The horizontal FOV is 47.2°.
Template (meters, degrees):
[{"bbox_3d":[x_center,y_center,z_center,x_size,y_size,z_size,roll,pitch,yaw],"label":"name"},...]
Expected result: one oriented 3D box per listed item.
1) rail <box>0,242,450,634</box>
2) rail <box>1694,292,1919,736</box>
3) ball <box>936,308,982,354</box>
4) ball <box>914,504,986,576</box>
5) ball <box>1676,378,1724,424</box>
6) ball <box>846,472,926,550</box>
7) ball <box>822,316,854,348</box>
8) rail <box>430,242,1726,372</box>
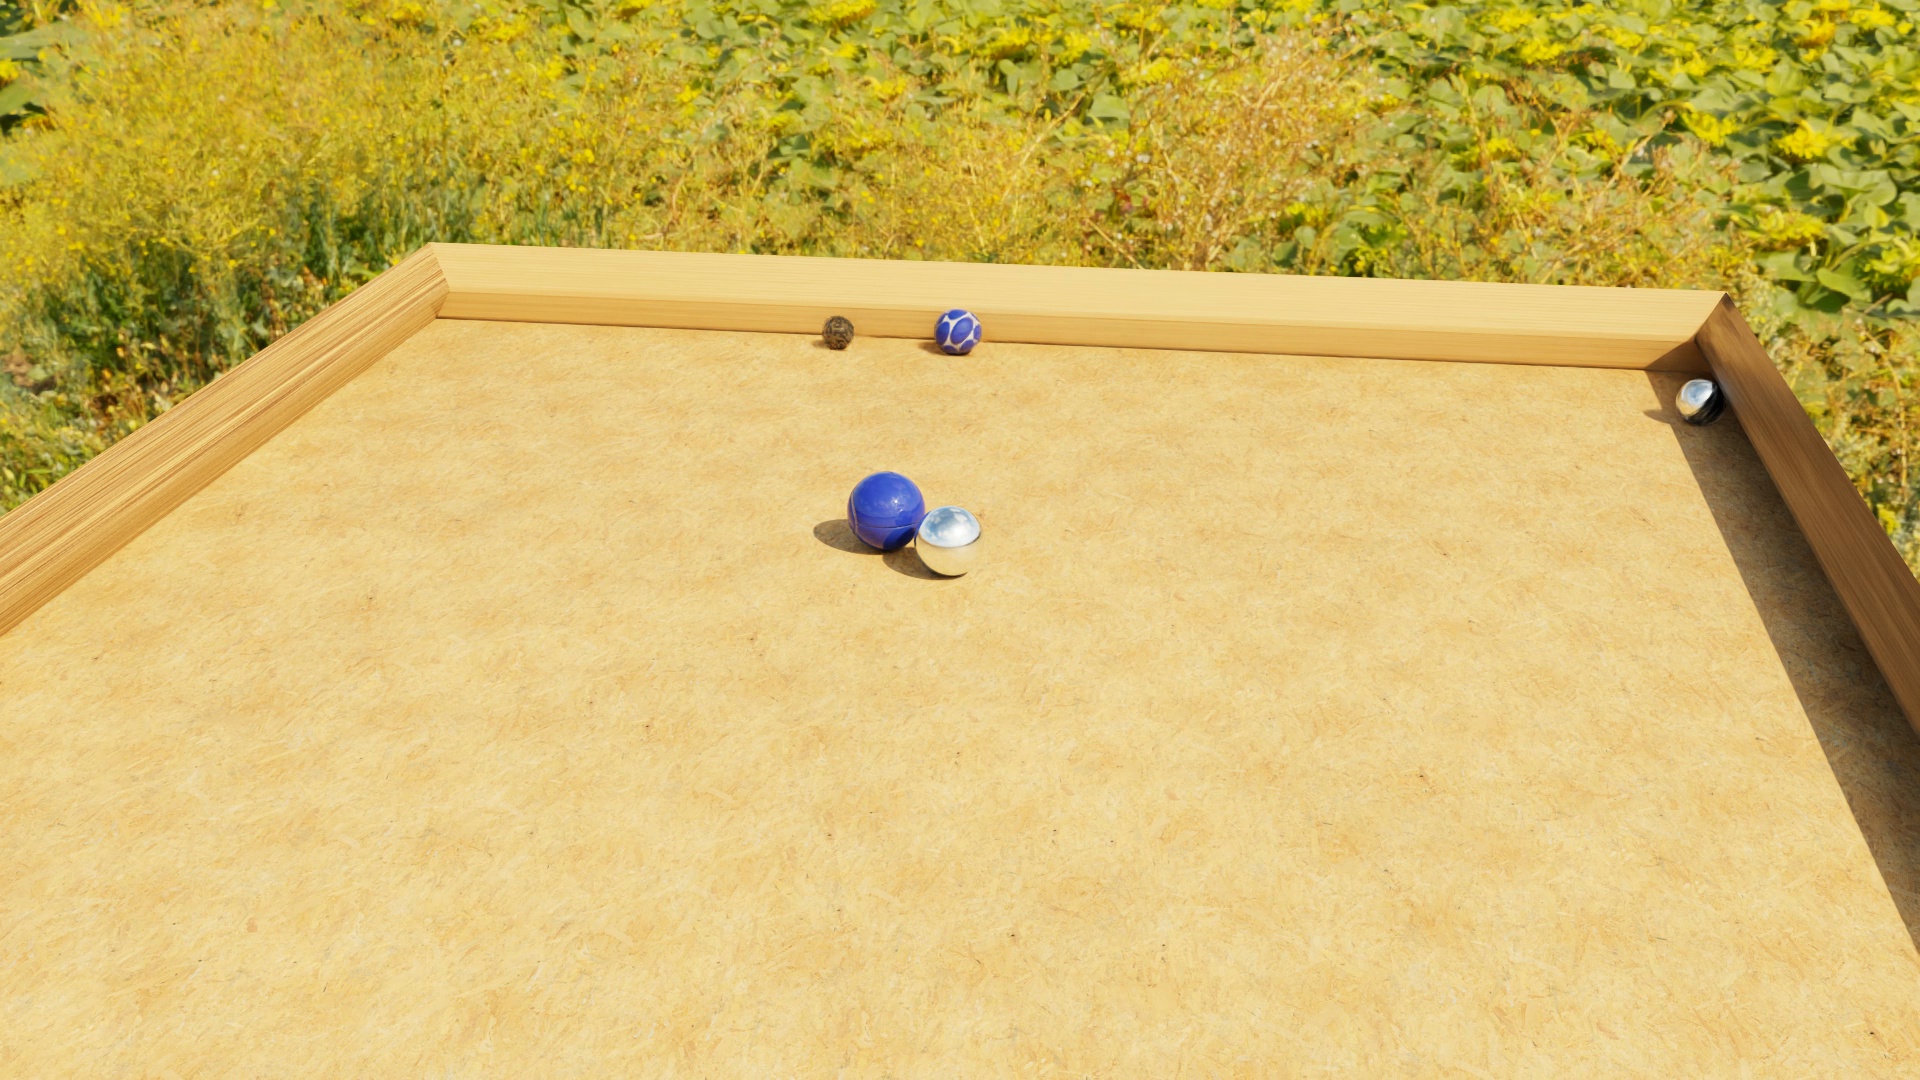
[{"bbox_3d":[-1.088,0.259,1.779,0.045,0.120,3.689,3,22,8],"label":"rail"},{"bbox_3d":[0.812,0.364,1.512,0.045,0.120,3.689,3,22,8],"label":"rail"},{"bbox_3d":[-0.002,-0.314,3.304,0.069,0.069,0.069,0,22,0],"label":"ball"},{"bbox_3d":[-0.012,0.001,2.490,0.081,0.081,0.081,0,22,0],"label":"ball"},{"bbox_3d":[1.007,-0.188,2.994,0.063,0.063,0.063,0,22,0],"label":"ball"},{"bbox_3d":[-0.086,-0.034,2.562,0.093,0.093,0.093,0,22,0],"label":"ball"},{"bbox_3d":[-0.184,-0.314,3.333,0.048,0.048,0.048,0,22,0],"label":"ball"},{"bbox_3d":[0.134,-0.349,3.320,1.968,0.120,0.045,3,22,8],"label":"rail"}]
